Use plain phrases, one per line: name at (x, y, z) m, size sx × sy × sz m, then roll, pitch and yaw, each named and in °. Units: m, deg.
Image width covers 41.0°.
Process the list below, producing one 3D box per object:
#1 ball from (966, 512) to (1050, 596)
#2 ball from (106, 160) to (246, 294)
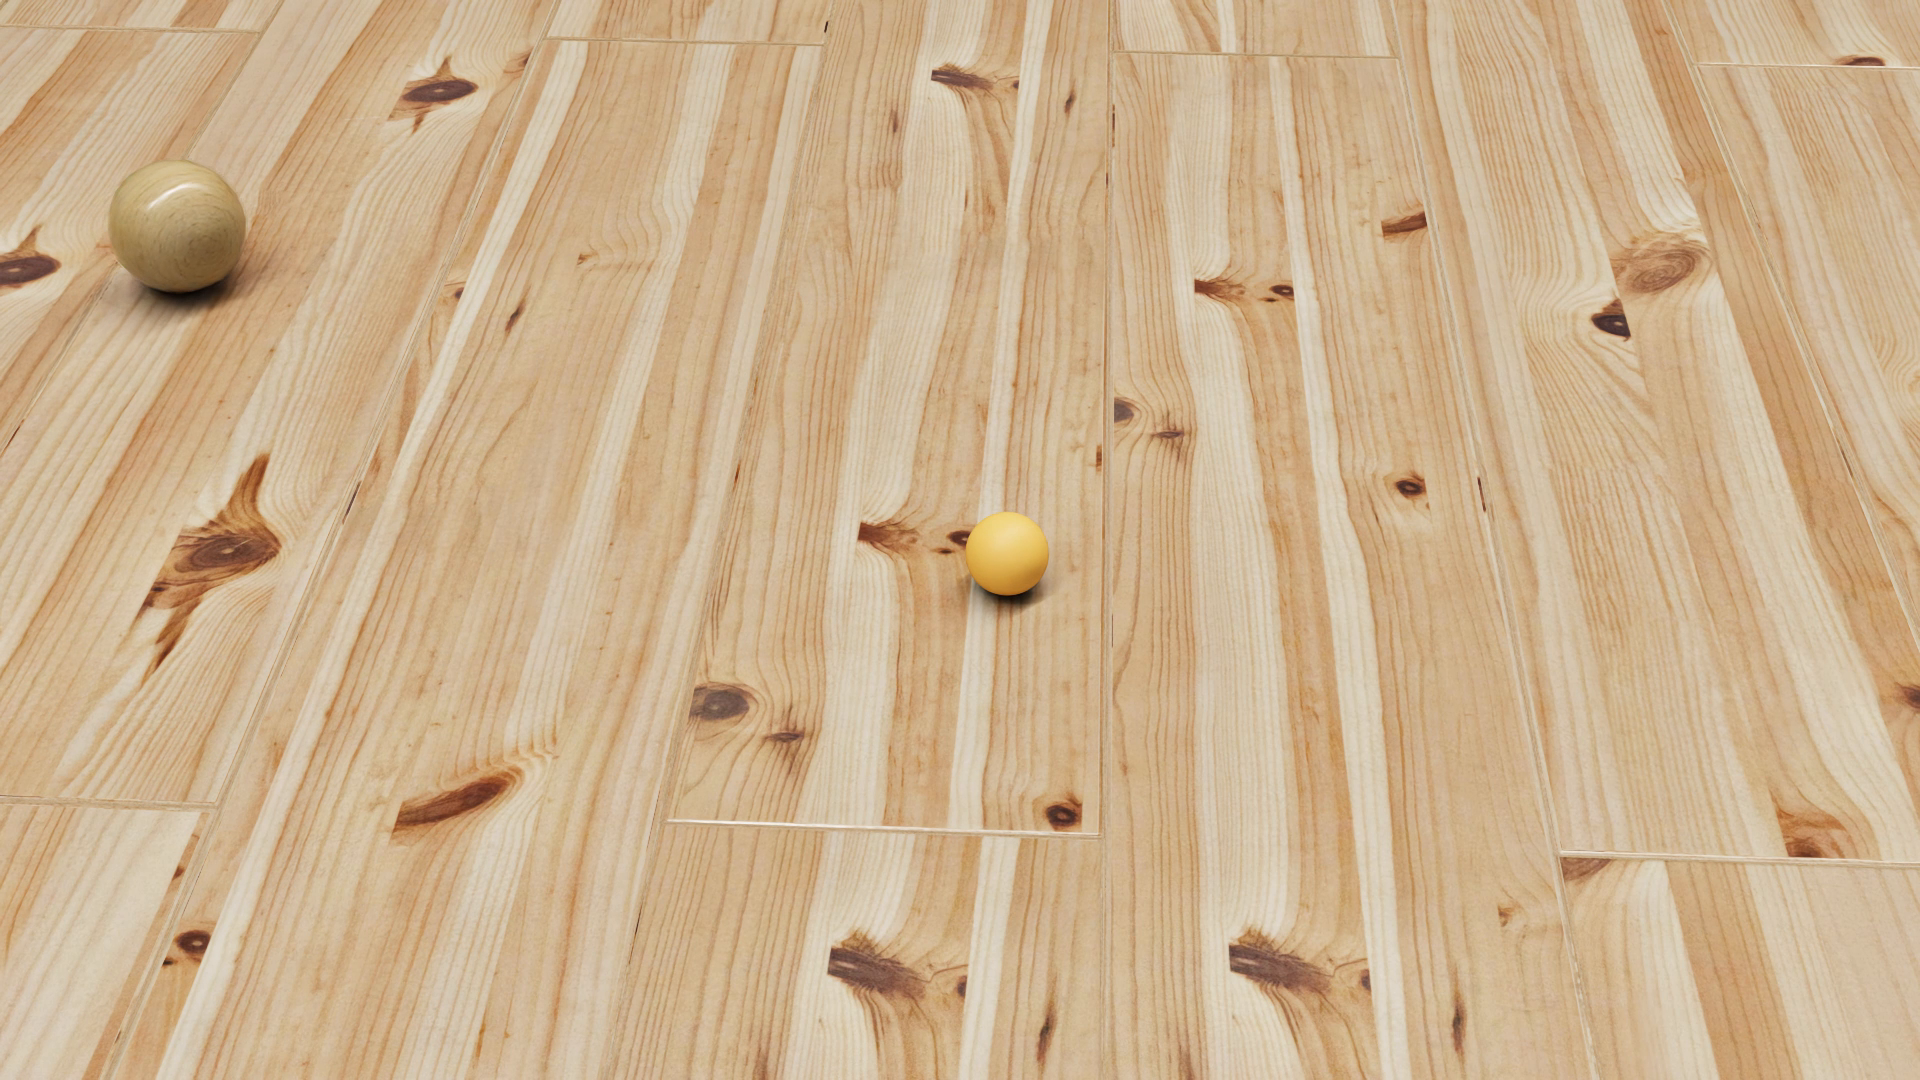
ball at (0.029, 0.009, 1.602) m, size 0.052 × 0.052 × 0.052 m, roll 0°, pitch 36°, yaw 0°
ball at (-0.576, -0.231, 1.888) m, size 0.098 × 0.098 × 0.098 m, roll 0°, pitch 36°, yaw 0°
